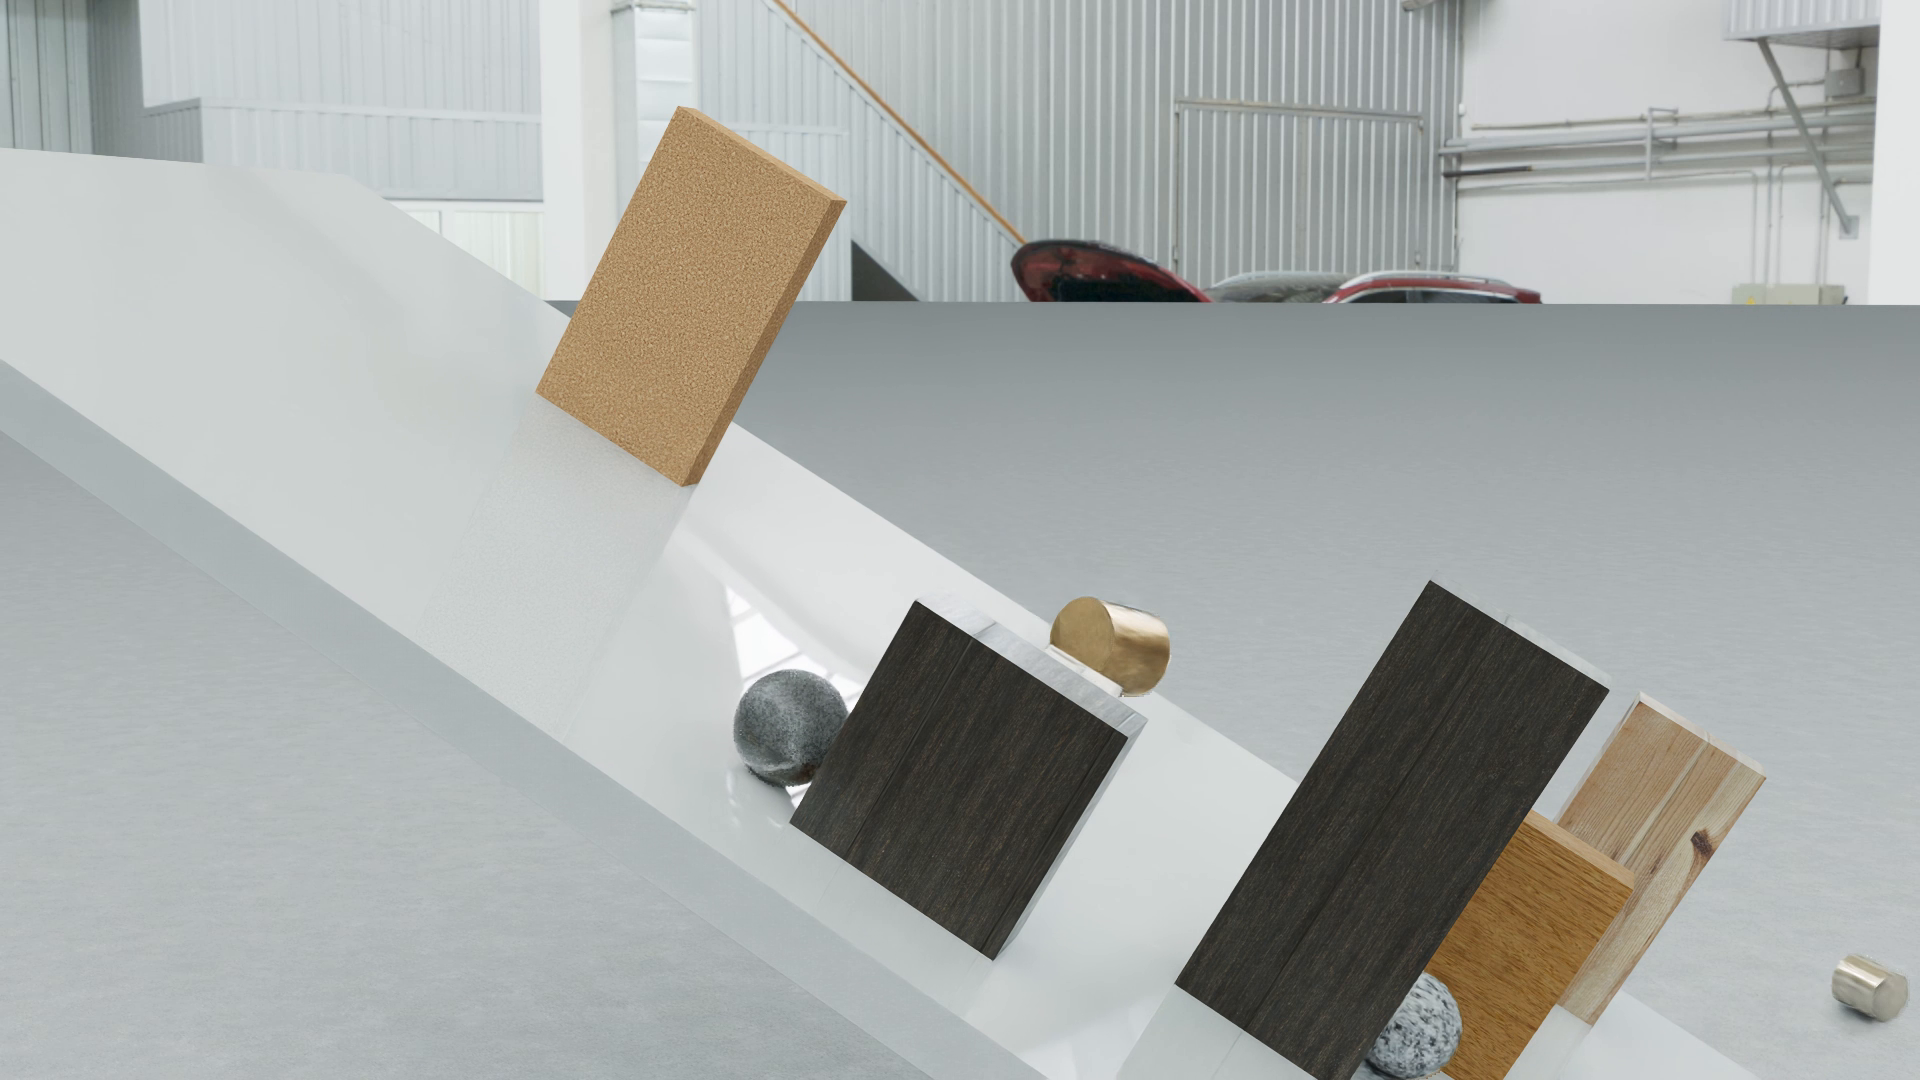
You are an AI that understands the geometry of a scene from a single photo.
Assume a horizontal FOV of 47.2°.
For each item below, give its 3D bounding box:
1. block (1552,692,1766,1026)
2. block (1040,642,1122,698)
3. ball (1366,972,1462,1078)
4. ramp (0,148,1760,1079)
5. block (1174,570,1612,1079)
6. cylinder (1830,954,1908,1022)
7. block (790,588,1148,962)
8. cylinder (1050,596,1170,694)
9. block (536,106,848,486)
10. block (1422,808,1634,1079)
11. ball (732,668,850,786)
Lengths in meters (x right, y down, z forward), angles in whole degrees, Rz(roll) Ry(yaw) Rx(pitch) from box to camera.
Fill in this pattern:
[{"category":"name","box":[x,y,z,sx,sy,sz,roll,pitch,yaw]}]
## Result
[{"category":"block","box":[1.325,0.643,4.438,0.278,0.616,0.113,32,15,11]},{"category":"block","box":[0.182,0.328,4.201,0.172,0.172,0.172,31,14,6]},{"category":"ball","box":[0.741,0.803,3.655,0.180,0.180,0.180,0,7,0]},{"category":"ramp","box":[-0.184,0.304,4.128,4.000,0.100,2.000,32,15,11]},{"category":"block","box":[0.677,0.464,3.477,0.312,0.778,0.118,32,15,11]},{"category":"cylinder","box":[2.272,1.119,5.495,0.127,0.127,0.127,-3,14,-26]},{"category":"block","box":[0.012,0.350,3.329,0.375,0.407,0.137,32,15,11]},{"category":"cylinder","box":[0.325,0.231,4.772,0.187,0.187,0.187,15,-5,-43]},{"category":"block","box":[-0.564,-0.502,4.565,0.385,0.678,0.089,32,15,11]},{"category":"block","box":[0.908,0.690,3.806,0.299,0.453,0.110,32,15,11]},{"category":"ball","box":[-0.263,0.293,3.442,0.185,0.185,0.185,0,7,0]}]
